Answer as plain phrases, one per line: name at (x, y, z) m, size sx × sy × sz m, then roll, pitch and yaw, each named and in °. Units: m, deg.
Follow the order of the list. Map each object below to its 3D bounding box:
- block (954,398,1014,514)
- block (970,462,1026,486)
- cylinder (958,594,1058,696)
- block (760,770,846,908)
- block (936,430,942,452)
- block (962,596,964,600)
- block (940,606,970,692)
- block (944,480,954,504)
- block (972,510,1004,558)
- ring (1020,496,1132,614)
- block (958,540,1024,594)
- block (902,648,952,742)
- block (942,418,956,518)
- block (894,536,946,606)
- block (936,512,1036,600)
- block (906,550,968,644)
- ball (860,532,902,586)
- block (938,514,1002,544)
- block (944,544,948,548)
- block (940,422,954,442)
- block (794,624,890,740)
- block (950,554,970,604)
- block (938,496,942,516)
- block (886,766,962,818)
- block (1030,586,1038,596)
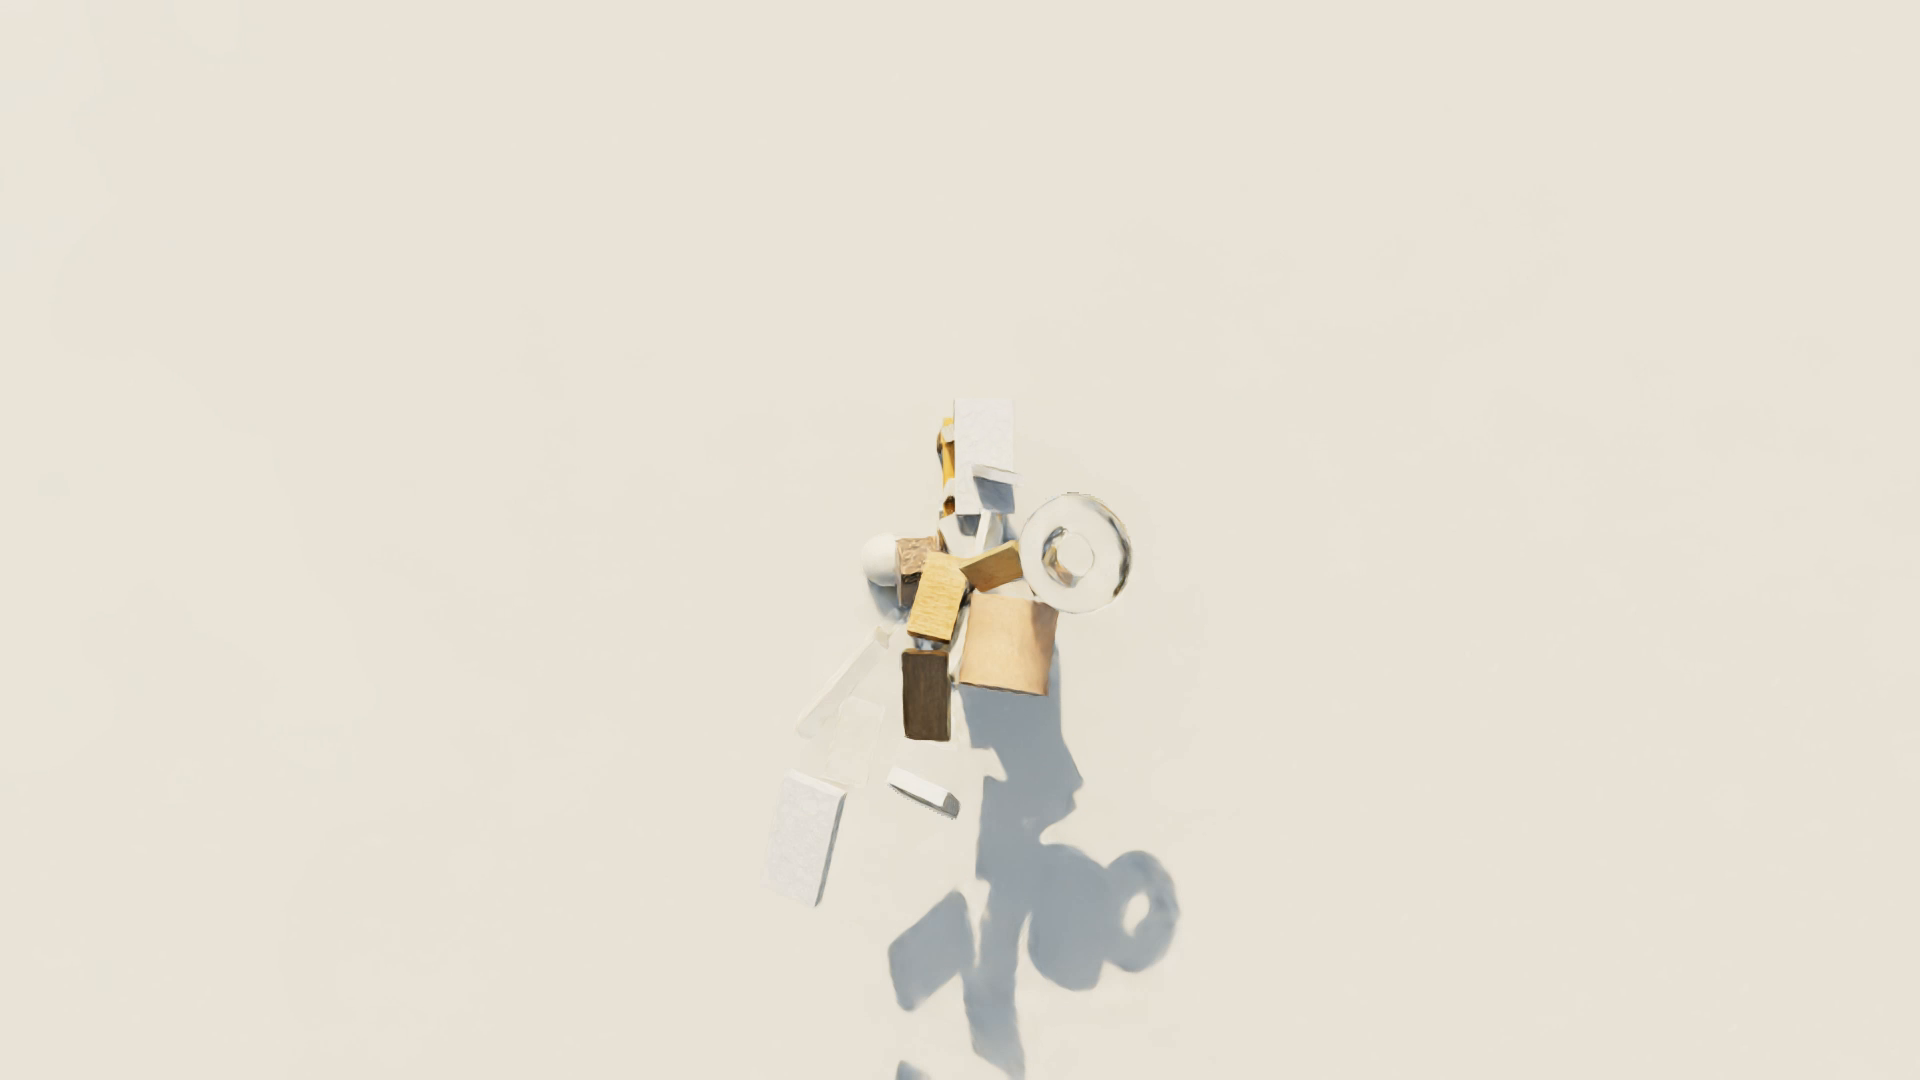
block at (0.069, -0.242, 4.769) m, size 0.168 × 0.048 × 0.336 m, roll -1°, pitch 90°, yaw -4°
block at (0.106, -0.185, 4.637) m, size 0.100 × 0.201 × 0.028 m, roll 10°, pitch 95°, yaw -17°
cylinder at (0.135, 0.292, 4.574) m, size 0.246 × 0.246 × 0.246 m, roll 9°, pitch 83°, yaw 0°
block at (-0.422, 0.803, 4.436) m, size 0.169 × 0.048 × 0.338 m, roll 19°, pitch 109°, yaw 17°
block at (0.011, -0.319, 5.335) m, size 0.160 × 0.320 × 0.045 m, roll 2°, pitch 88°, yaw -3°
block at (0.023, 0.174, 5.360) m, size 0.131 × 0.261 × 0.037 m, roll -2°, pitch 89°, yaw -9°
block at (-0.005, 0.310, 4.708) m, size 0.036 × 0.128 × 0.256 m, roll 38°, pitch 70°, yaw -27°
block at (0.042, -0.143, 4.960) m, size 0.168 × 0.336 × 0.048 m, roll 1°, pitch 87°, yaw -4°
block at (0.077, 0.028, 4.721) m, size 0.028 × 0.100 × 0.201 m, roll 0°, pitch 64°, yaw 26°
ring at (0.307, 0.038, 4.347) m, size 0.320 × 0.107 × 0.320 m, roll 4°, pitch 77°, yaw -20°
block at (0.104, 0.074, 4.531) m, size 0.201 × 0.028 × 0.100 m, roll -24°, pitch 118°, yaw 39°
block at (-0.092, 0.432, 4.590) m, size 0.128 × 0.036 × 0.256 m, roll 3°, pitch 106°, yaw 15°
block at (0.026, -0.220, 5.152) m, size 0.160 × 0.045 × 0.320 m, roll 0°, pitch 90°, yaw -3°
block at (-0.122, 0.099, 5.220) m, size 0.151 × 0.151 × 0.151 m, roll -4°, pitch 46°, yaw -9°
block at (0.077, 0.064, 4.828) m, size 0.169 × 0.048 × 0.338 m, roll -24°, pitch 91°, yaw -4°
block at (-0.059, 0.163, 4.719) m, size 0.128 × 0.036 × 0.256 m, roll 13°, pitch 66°, yaw 6°
ball at (-0.237, 0.064, 5.412) m, size 0.177 × 0.177 × 0.177 m, roll 0°, pitch 90°, yaw 0°
block at (0.027, -0.032, 5.021) m, size 0.169 × 0.338 × 0.048 m, roll -8°, pitch 86°, yaw -4°
block at (0.007, -0.014, 5.364) m, size 0.131 × 0.261 × 0.037 m, roll -3°, pitch 82°, yaw -4°
block at (0.038, -0.347, 4.960) m, size 0.168 × 0.336 × 0.048 m, roll -19°, pitch 94°, yaw -3°
block at (-0.323, 0.393, 4.558) m, size 0.048 × 0.169 × 0.337 m, roll 40°, pitch 98°, yaw -7°
block at (0.043, 0.059, 5.210) m, size 0.130 × 0.037 × 0.261 m, roll -18°, pitch 90°, yaw -5°
block at (0.012, -0.106, 5.337) m, size 0.160 × 0.320 × 0.045 m, roll 2°, pitch 88°, yaw -1°
block at (-0.098, 0.711, 4.640) m, size 0.169 × 0.340 × 0.048 m, roll 23°, pitch 79°, yaw 12°
block at (0.133, 0.189, 5.025) m, size 0.169 × 0.338 × 0.048 m, roll -32°, pitch 92°, yaw -6°
